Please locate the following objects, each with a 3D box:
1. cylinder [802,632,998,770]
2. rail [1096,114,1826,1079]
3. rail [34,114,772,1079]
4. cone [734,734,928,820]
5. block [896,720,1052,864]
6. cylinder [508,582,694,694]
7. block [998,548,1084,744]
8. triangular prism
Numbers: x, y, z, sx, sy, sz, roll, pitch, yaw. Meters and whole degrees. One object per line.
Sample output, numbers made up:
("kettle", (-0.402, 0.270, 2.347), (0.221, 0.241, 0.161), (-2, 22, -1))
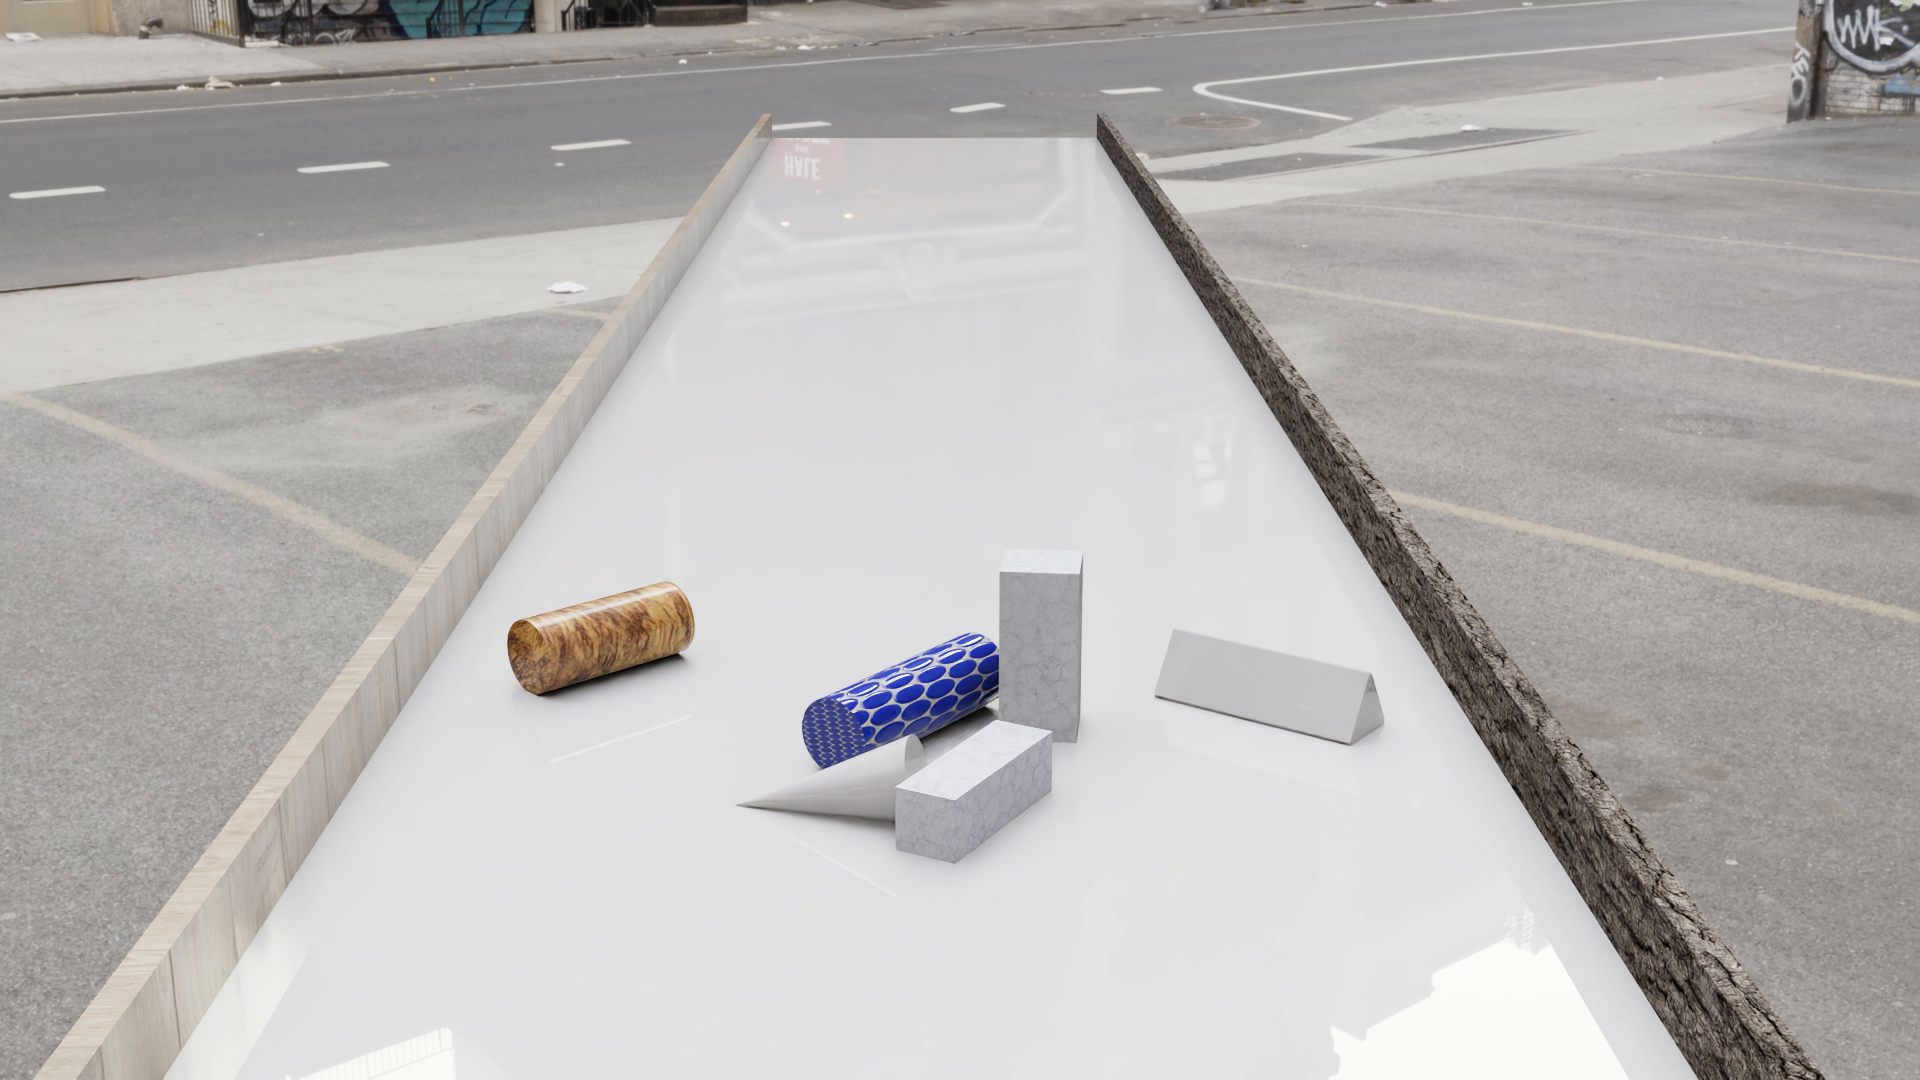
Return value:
("cylinder", (-0.095, 0.293, 3.994), (0.141, 0.141, 0.432), (12, 20, 34))
("rail", (0.932, -0.844, 7.801), (0.050, 0.150, 12.000), (0, 17, -1))
("rail", (-1.118, -0.838, 7.780), (0.050, 0.150, 12.000), (0, 17, -1))
("cone", (-0.226, 0.422, 3.680), (0.328, 0.149, 0.149), (-10, 14, 14))
("block", (0.027, 0.413, 3.646), (0.110, 0.110, 0.339), (9, 19, 28))
("cylinder", (-0.704, 0.190, 4.330), (0.344, 0.148, 0.148), (-16, 23, -42))
("block", (0.148, 0.192, 4.016), (0.142, 0.322, 0.142), (2, 17, 6))
("triangular prism", (0.579, 0.262, 4.127), (0.416, 0.119, 0.137), (12, 21, 35))
